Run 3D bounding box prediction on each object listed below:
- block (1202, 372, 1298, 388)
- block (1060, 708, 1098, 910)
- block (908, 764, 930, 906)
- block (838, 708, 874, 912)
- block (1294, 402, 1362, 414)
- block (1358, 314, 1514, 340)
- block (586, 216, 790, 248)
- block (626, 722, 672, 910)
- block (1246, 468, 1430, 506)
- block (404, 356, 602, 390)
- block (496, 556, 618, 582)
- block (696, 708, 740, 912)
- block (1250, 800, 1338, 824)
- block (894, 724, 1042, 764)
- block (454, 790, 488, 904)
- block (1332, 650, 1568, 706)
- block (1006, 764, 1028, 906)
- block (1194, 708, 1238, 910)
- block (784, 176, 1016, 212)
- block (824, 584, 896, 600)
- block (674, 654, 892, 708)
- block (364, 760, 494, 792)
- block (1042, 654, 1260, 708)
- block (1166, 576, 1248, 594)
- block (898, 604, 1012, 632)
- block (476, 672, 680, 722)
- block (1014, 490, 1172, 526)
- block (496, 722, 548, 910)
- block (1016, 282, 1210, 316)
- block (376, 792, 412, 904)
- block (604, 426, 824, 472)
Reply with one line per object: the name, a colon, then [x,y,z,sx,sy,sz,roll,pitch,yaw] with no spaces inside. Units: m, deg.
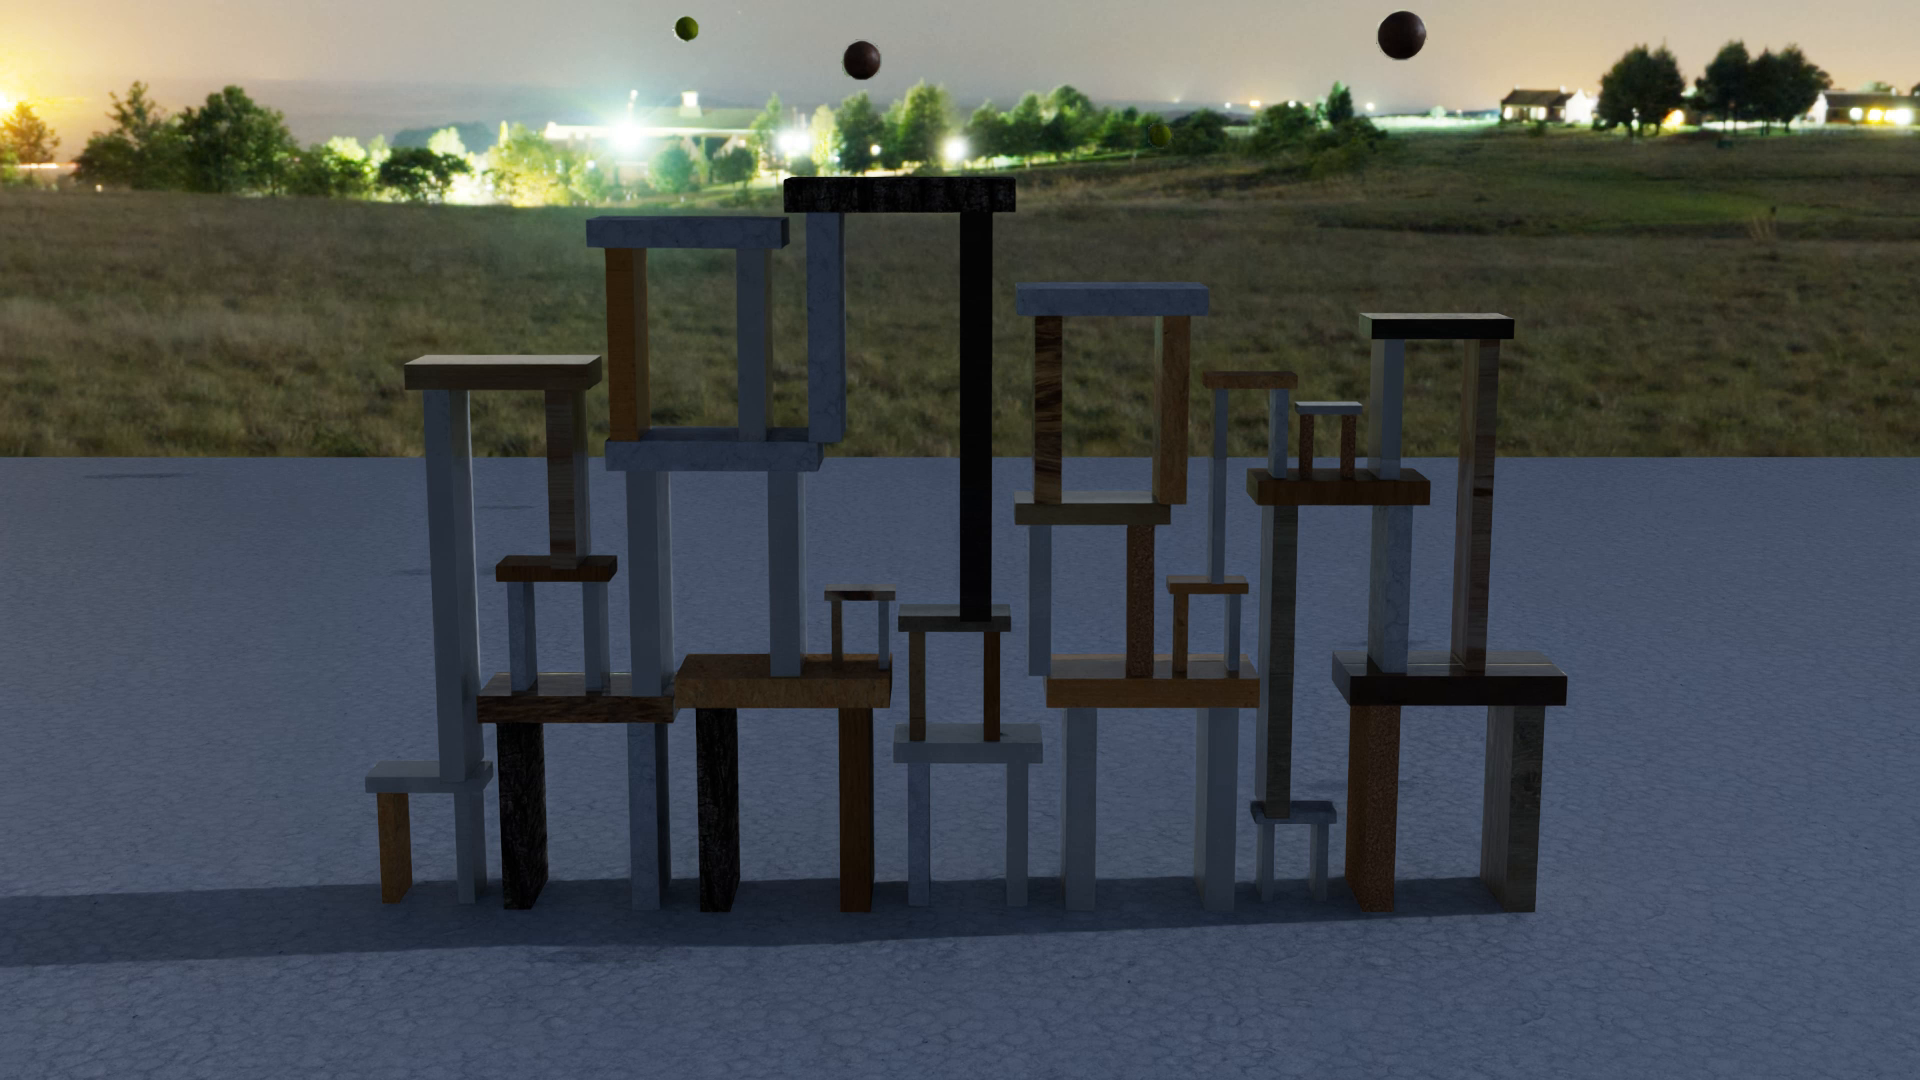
block: [0.462,-0.256,3.511,0.143,0.020,0.072,0,11,0]
block: [0.196,0.421,3.642,0.048,0.341,0.171,0,11,0]
block: [-0.068,0.470,3.650,0.034,0.242,0.121,0,11,0]
block: [-0.170,0.422,3.634,0.049,0.343,0.171,0,11,0]
block: [0.590,-0.211,3.521,0.101,0.014,0.050,0,11,0]
block: [0.757,-0.341,3.500,0.223,0.032,0.112,0,11,0]
block: [-0.425,-0.486,3.464,0.301,0.043,0.150,0,11,1]
block: [-0.513,0.435,3.643,0.045,0.315,0.158,0,11,0]
block: [0.607,-0.086,3.544,0.273,0.039,0.136,0,11,0]
block: [-0.725,-0.268,3.508,0.286,0.041,0.143,0,11,0]
block: [-0.653,0.046,3.567,0.181,0.026,0.090,0,11,0]
block: [-0.399,0.422,3.634,0.049,0.343,0.171,0,11,0]
block: [0.552,0.450,3.640,0.133,0.019,0.067,0,11,0]
block: [0.013,0.335,3.625,0.242,0.034,0.121,0,11,0]
block: [-0.812,0.497,3.652,0.027,0.189,0.095,0,11,0]
block: [0.797,0.225,3.600,0.346,0.049,0.173,0,11,0]
block: [0.094,0.470,3.650,0.034,0.242,0.121,0,11,0]
block: [0.423,0.421,3.642,0.048,0.341,0.171,0,11,0]
block: [-0.093,-0.544,3.460,0.355,0.050,0.178,0,11,0]
block: [-0.162,0.085,3.576,0.114,0.016,0.057,0,11,0]
block: [-0.284,0.230,3.598,0.343,0.049,0.171,0,11,0]
block: [-0.875,0.391,3.632,0.189,0.027,0.095,0,11,0]
block: [0.310,0.230,3.607,0.341,0.048,0.171,0,11,0]
block: [0.402,0.073,3.578,0.127,0.018,0.063,0,11,0]
block: [-0.009,0.127,3.583,0.182,0.026,0.091,0,11,0]
block: [-0.618,0.258,3.610,0.315,0.045,0.158,0,11,0]
block: [0.211,-0.052,3.548,0.247,0.035,0.123,0,11,0]
block: [-0.723,0.435,3.643,0.045,0.315,0.158,0,11,0]
block: [0.238,-0.382,3.487,0.297,0.042,0.148,0,11,0]
block: [-0.938,0.497,3.652,0.027,0.189,0.095,0,11,0]
block: [-0.390,-0.147,3.535,0.334,0.047,0.167,0,11,0]
